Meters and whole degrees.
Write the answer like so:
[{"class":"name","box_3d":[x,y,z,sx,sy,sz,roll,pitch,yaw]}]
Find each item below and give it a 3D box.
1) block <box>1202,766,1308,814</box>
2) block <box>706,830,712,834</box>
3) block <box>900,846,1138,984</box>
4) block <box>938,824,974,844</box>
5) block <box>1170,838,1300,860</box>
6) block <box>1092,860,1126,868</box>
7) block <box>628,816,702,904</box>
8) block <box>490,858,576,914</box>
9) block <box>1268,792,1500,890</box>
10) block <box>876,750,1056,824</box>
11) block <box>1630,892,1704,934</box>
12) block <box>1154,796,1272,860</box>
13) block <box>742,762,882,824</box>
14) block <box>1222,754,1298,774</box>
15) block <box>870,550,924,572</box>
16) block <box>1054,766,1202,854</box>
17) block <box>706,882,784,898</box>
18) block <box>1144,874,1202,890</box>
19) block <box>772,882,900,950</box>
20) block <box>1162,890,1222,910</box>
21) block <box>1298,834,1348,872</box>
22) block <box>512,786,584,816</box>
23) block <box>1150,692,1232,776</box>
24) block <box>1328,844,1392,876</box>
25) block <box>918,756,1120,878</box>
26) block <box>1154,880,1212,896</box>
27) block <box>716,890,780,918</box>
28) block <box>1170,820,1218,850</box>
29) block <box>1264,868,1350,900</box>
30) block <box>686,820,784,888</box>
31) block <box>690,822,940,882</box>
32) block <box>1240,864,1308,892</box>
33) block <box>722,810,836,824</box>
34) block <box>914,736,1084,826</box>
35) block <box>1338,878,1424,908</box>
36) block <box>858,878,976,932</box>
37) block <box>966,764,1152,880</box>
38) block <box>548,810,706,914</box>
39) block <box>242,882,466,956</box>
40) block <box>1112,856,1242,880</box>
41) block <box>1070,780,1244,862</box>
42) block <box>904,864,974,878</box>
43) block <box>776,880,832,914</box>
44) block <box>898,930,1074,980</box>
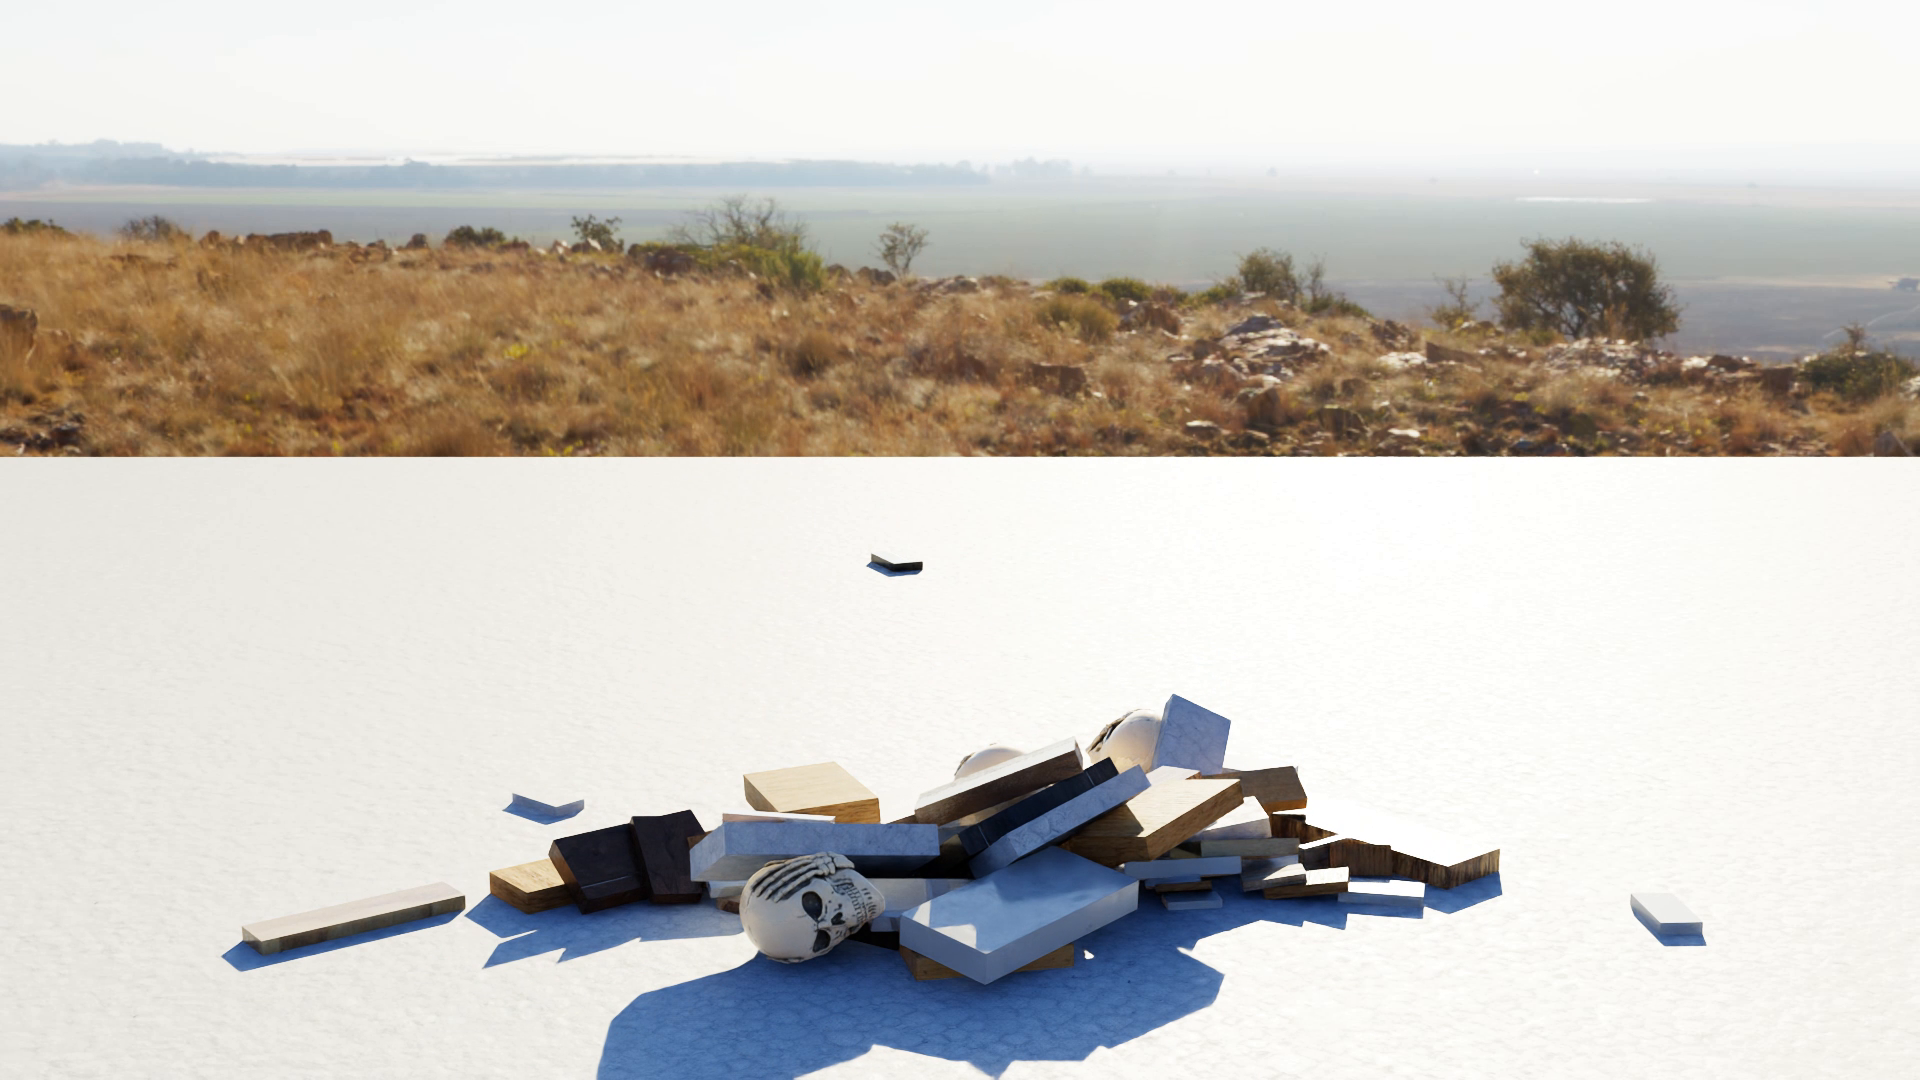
[{"class":"block","box_3d":[0.529,0.459,3.993,0.183,0.026,0.091,-6,35,-8]},{"class":"block","box_3d":[-0.406,0.524,3.874,0.133,0.019,0.067,-8,-25,-36]},{"class":"block","box_3d":[0.094,0.572,3.389,0.177,0.050,0.354,17,23,40]},{"class":"block","box_3d":[-0.124,0.530,3.704,0.285,0.040,0.143,-4,-19,-20]},{"class":"block","box_3d":[0.470,0.530,3.756,0.199,0.028,0.099,2,-13,-26]},{"class":"block","box_3d":[0.226,0.532,3.681,0.199,0.028,0.099,-23,6,10]},{"class":"block","box_3d":[-0.490,0.530,3.657,0.085,0.024,0.169,3,41,-28]},{"class":"block","box_3d":[-0.640,0.565,3.699,0.265,0.038,0.133,-8,13,-38]},{"class":"block","box_3d":[0.682,0.517,3.946,0.147,0.042,0.581,-9,14,-40]},{"class":"block","box_3d":[-0.069,0.493,4.090,0.133,0.038,0.708,9,14,41]},{"class":"block","box_3d":[1.139,0.602,3.550,0.069,0.020,0.138,0,11,-3]},{"class":"block","box_3d":[0.412,0.511,3.875,0.250,0.035,0.125,-11,11,-2]},{"class":"block","box_3d":[-0.273,0.470,3.987,0.177,0.050,0.365,-7,6,-15]},{"class":"block","box_3d":[0.564,0.453,4.334,0.183,0.026,0.091,6,12,31]},{"class":"block","box_3d":[-0.186,0.062,6.442,0.091,0.026,0.183,-5,11,-23]},{"class":"block","box_3d":[0.266,0.468,3.784,0.335,0.027,0.097,-22,14,-34]},{"class":"block","box_3d":[-0.352,0.557,3.633,0.133,0.019,0.067,-3,27,-17]},{"class":"block","box_3d":[0.355,0.570,3.661,0.092,0.013,0.046,-6,-16,7]},{"class":"block","box_3d":[-0.167,0.599,3.526,0.246,0.035,0.123,7,13,33]},{"class":"block","box_3d":[0.381,0.593,3.618,0.092,0.013,0.046,-1,11,-8]},{"class":"block","box_3d":[0.624,0.543,3.777,0.105,0.053,0.015,-8,13,-36]},{"class":"block","box_3d":[-0.777,0.492,4.147,0.133,0.019,0.067,9,14,41]},{"class":"block","box_3d":[0.425,0.407,4.091,0.125,0.035,0.250,25,42,-5]},{"class":"block","box_3d":[0.684,0.546,3.757,0.105,0.053,0.015,0,-8,2]},{"class":"block","box_3d":[0.098,0.462,3.635,0.354,0.040,0.143,-21,-13,-39]},{"class":"block","box_3d":[0.369,0.576,3.637,0.092,0.013,0.046,-4,-16,3]},{"class":"block","box_3d":[-0.329,0.586,3.633,0.071,0.020,0.142,7,13,33]},{"class":"block","box_3d":[0.341,0.479,3.847,0.125,0.035,0.250,-27,14,-13]},{"class":"block","box_3d":[0.577,0.571,3.657,0.138,0.020,0.069,-7,9,12]},{"class":"block","box_3d":[-0.368,0.528,3.699,0.169,0.024,0.085,-8,55,-20]},{"class":"block","box_3d":[-0.230,0.495,3.479,0.354,0.050,0.177,4,-23,-24]},{"class":"block","box_3d":[0.521,0.562,3.661,0.105,0.015,0.053,-9,9,2]},{"class":"block","box_3d":[-0.312,0.520,3.779,0.194,0.097,0.027,2,7,12]},{"class":"block","box_3d":[0.067,0.409,3.701,0.285,0.040,0.143,-21,3,5]},{"class":"block","box_3d":[0.699,0.584,3.647,0.138,0.020,0.069,2,11,13]},{"class":"block","box_3d":[-0.056,0.573,3.454,0.193,0.027,0.097,3,29,-19]},{"class":"block","box_3d":[0.163,0.464,3.591,0.293,0.042,0.147,-23,-13,-34]},{"class":"block","box_3d":[-0.538,0.536,3.675,0.265,0.038,0.133,-8,47,-38]},{"class":"block","box_3d":[-0.968,0.605,3.525,0.340,0.024,0.085,-8,13,-37]},{"class":"block","box_3d":[0.362,0.553,3.695,0.199,0.028,0.099,-2,-11,-9]},{"class":"block","box_3d":[0.329,0.460,3.628,0.147,0.042,0.293,-5,10,39]},{"class":"block","box_3d":[0.021,0.577,3.569,0.246,0.035,0.123,5,25,25]},{"class":"block","box_3d":[-0.250,0.567,3.547,0.071,0.020,0.142,1,11,4]},{"class":"block","box_3d":[0.039,0.627,3.376,0.246,0.035,0.123,-3,11,-13]}]
